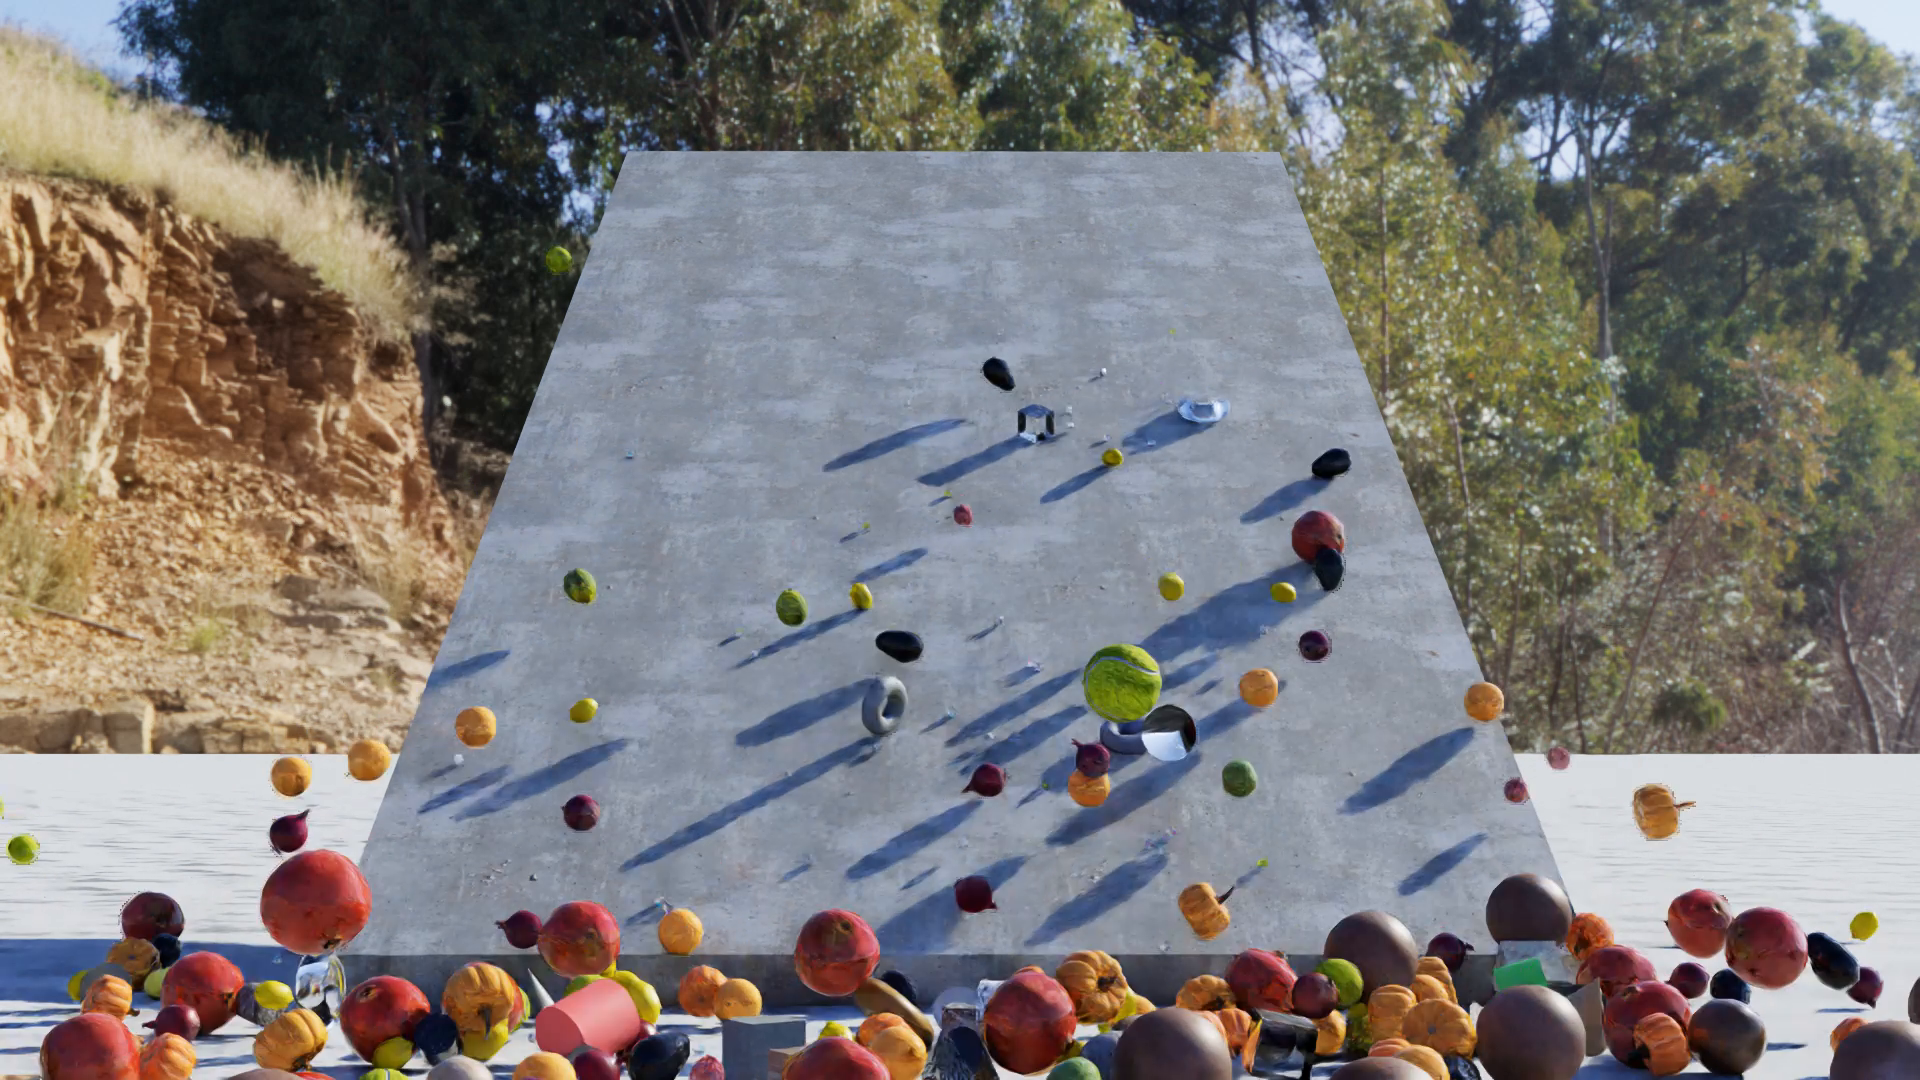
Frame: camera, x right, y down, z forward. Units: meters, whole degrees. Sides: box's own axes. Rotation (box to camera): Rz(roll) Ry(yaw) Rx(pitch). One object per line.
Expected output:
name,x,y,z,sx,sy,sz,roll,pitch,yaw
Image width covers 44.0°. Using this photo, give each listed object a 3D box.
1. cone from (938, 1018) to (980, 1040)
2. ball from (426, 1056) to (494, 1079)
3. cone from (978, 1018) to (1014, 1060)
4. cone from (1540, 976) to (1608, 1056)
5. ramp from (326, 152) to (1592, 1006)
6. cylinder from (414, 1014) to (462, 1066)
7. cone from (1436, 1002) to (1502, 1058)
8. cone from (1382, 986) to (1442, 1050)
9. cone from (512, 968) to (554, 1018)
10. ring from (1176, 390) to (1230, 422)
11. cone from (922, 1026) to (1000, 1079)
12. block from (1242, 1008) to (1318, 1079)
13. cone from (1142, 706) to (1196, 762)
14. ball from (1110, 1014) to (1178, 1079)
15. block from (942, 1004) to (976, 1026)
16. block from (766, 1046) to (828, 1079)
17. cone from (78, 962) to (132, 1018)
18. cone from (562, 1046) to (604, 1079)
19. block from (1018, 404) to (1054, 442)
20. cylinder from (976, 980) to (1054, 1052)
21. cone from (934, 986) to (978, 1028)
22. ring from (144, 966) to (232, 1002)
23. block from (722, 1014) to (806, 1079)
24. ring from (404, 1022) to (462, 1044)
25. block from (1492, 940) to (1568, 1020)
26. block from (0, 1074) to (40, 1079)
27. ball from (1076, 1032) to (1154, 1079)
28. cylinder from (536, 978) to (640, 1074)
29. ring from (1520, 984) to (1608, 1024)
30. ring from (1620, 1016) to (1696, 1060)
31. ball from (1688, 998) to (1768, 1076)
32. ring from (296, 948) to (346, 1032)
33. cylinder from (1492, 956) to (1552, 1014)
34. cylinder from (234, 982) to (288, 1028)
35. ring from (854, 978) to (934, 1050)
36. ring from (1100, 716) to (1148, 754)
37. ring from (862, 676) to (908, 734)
cone,0.002,0.666,3.161,0.055,0.055,0.055,0,-19,5
ball,-0.541,0.597,2.567,0.078,0.078,0.078,0,-5,0
cone,0.058,0.674,3.164,0.060,0.060,0.060,-3,-33,33
cone,0.840,0.623,3.190,0.096,0.096,0.096,12,28,-6
ramp,-0.011,-0.225,5.550,2.000,0.100,4.000,0,28,0
cylinder,-0.666,0.638,3.034,0.053,0.053,0.053,0,-30,-5
cone,0.670,0.671,3.182,0.079,0.079,0.079,-32,-20,26
cone,0.620,0.656,3.277,0.082,0.082,0.082,-1,-5,0
cone,-0.636,0.665,3.523,0.067,0.067,0.067,-7,11,1
ring,0.571,-0.314,5.573,0.126,0.042,0.126,-1,28,1
cone,0.024,0.630,2.757,0.098,0.098,0.098,35,-24,-30
block,0.377,0.597,2.804,0.068,0.068,0.068,12,0,-2
cone,0.375,0.331,4.109,0.097,0.097,0.097,-2,-2,22
ball,0.215,0.609,2.826,0.090,0.090,0.090,0,-5,0
block,0.007,0.671,3.288,0.054,0.054,0.054,-1,-5,11
block,-0.192,0.630,2.812,0.053,0.053,0.053,4,-6,-36
cone,-1.312,0.673,3.601,0.083,0.083,0.083,5,1,-45
cone,-0.453,0.654,2.919,0.052,0.052,0.052,-1,-30,15
block,0.174,-0.268,5.461,0.061,0.061,0.061,-23,35,-37
cylinder,0.075,0.645,3.228,0.094,0.094,0.094,0,-5,9
cone,-0.005,0.692,3.416,0.078,0.078,0.078,1,-32,-10
ring,-1.268,0.730,3.908,0.138,0.046,0.138,1,-1,0
block,-0.242,0.629,2.933,0.076,0.076,0.076,3,-6,-32
ring,-0.734,0.688,3.314,0.080,0.027,0.080,1,-6,0
block,0.860,0.666,3.592,0.084,0.084,0.084,0,35,-2
block,-1.018,0.601,2.516,0.060,0.060,0.060,0,-5,6
ball,0.173,0.595,2.665,0.088,0.088,0.088,0,-5,0
cylinder,-0.471,0.615,3.006,0.093,0.093,0.093,-4,12,40
ring,0.885,0.684,3.492,0.131,0.044,0.131,2,-25,1
ring,0.941,0.663,3.167,0.124,0.041,0.124,9,-7,1
ball,0.966,0.625,2.994,0.096,0.096,0.096,0,-5,0
ring,-0.860,0.605,3.204,0.037,0.111,0.111,-7,-6,8
cylinder,0.791,0.627,3.348,0.065,0.065,0.065,-18,-8,9
cylinder,-1.004,0.668,3.418,0.054,0.054,0.054,13,3,33
ring,-0.091,0.647,3.244,0.130,0.043,0.130,37,-18,14
ring,0.303,0.353,4.299,0.103,0.034,0.103,1,28,-1
ring,-0.137,0.300,4.310,0.036,0.109,0.109,16,6,36
